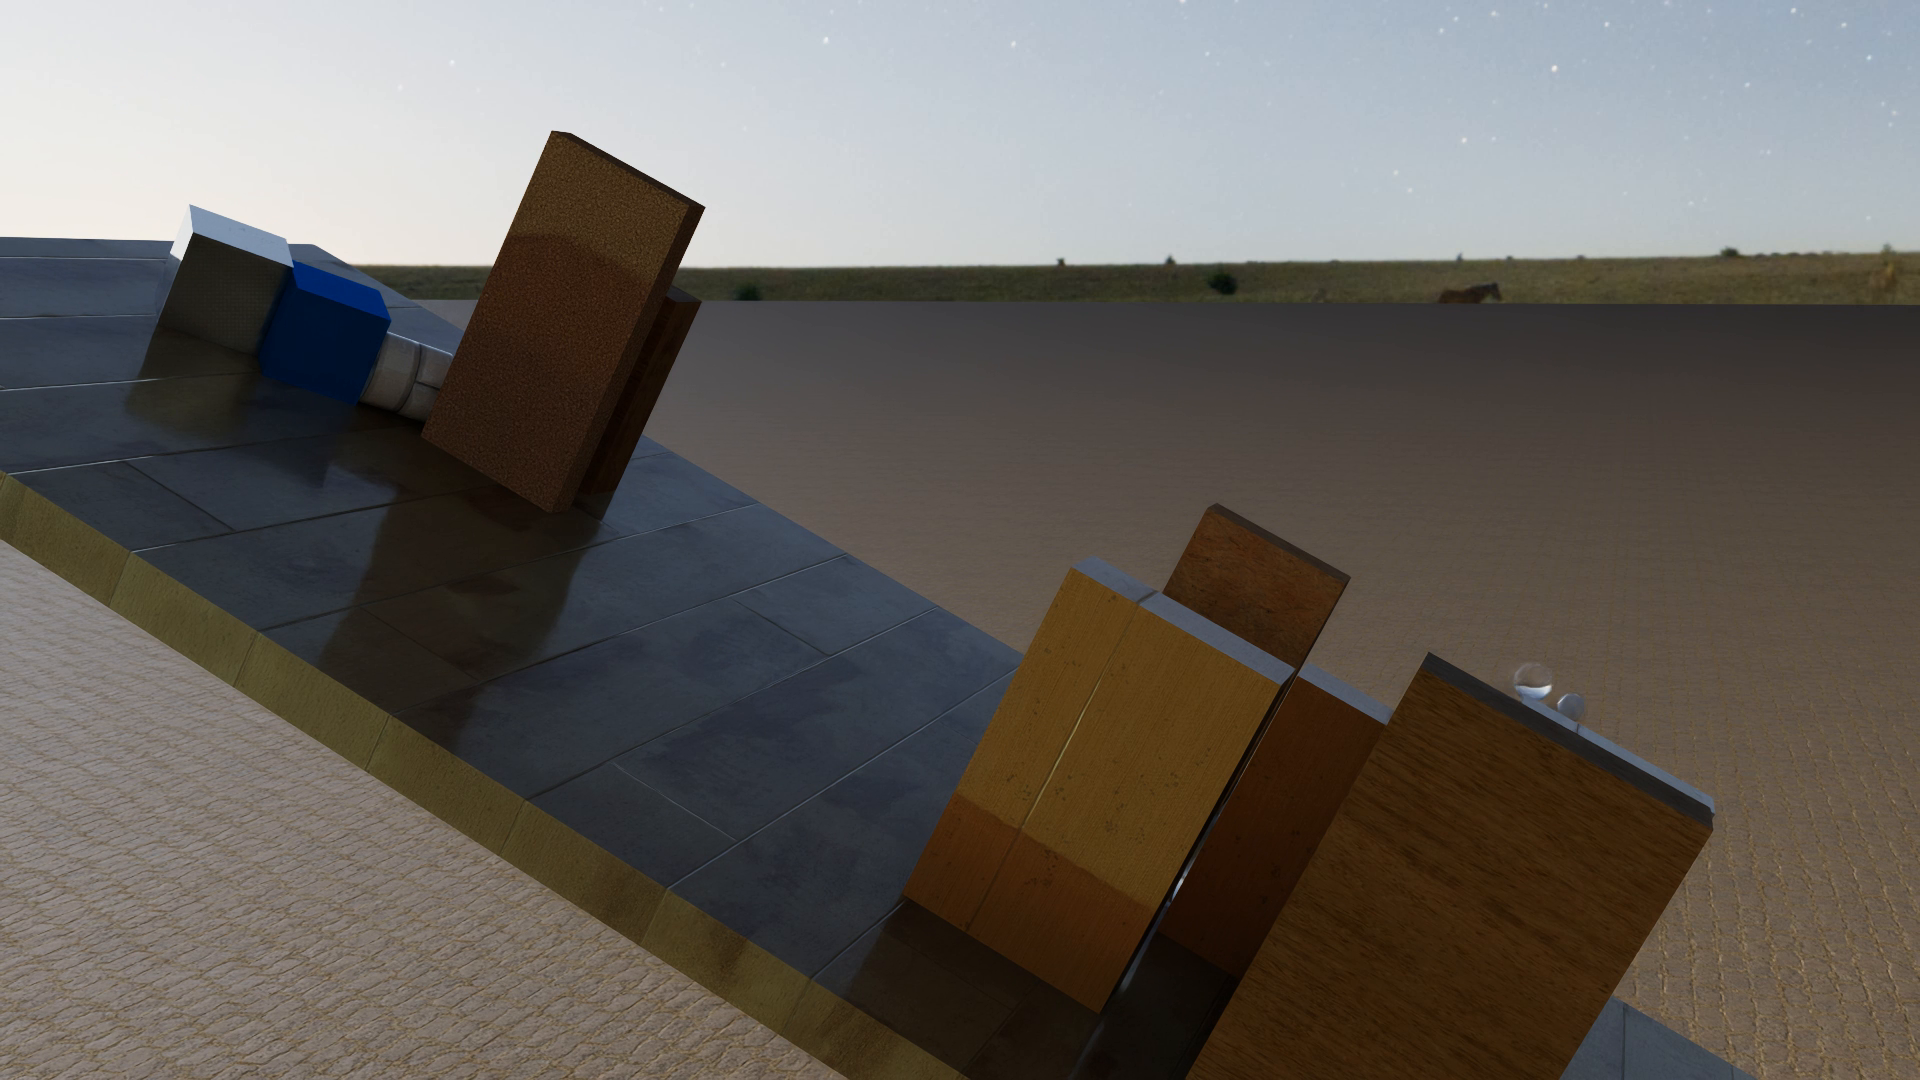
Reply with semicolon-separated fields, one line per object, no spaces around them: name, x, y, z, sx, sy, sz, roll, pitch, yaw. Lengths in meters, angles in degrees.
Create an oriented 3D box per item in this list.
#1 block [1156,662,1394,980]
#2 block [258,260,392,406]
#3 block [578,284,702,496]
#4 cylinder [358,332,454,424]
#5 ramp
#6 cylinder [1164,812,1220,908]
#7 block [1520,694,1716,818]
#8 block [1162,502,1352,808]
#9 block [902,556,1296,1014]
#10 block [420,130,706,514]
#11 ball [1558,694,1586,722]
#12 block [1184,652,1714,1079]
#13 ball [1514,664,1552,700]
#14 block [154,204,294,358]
block;0.653;0.550;3.858;0.398;0.529;0.136;30;14;12
block;-1.310;-0.427;4.516;0.195;0.195;0.195;19;16;-29
block;-0.800;-0.376;4.706;0.310;0.460;0.129;30;14;12
cylinder;-1.155;-0.339;4.562;0.156;0.156;0.156;19;-3;-29
ramp;-0.231;0.386;4.152;4.000;0.100;2.000;30;14;12
cylinder;0.350;0.542;4.032;0.196;0.196;0.196;30;14;12
block;0.852;0.643;3.468;0.323;0.729;0.109;30;14;12
block;0.555;0.247;4.719;0.327;0.557;0.111;30;14;12
block;0.217;0.385;3.496;0.368;0.608;0.149;30;14;12
block;-0.806;-0.437;4.439;0.330;0.689;0.082;30;14;12
ball;2.538;0.696;9.124;0.117;0.117;0.117;0;7;0
block;0.646;0.612;3.069;0.429;0.794;0.130;30;14;12
ball;2.491;0.620;9.558;0.165;0.165;0.165;0;7;0
block;-1.511;-0.533;4.510;0.205;0.205;0.205;19;16;-28
